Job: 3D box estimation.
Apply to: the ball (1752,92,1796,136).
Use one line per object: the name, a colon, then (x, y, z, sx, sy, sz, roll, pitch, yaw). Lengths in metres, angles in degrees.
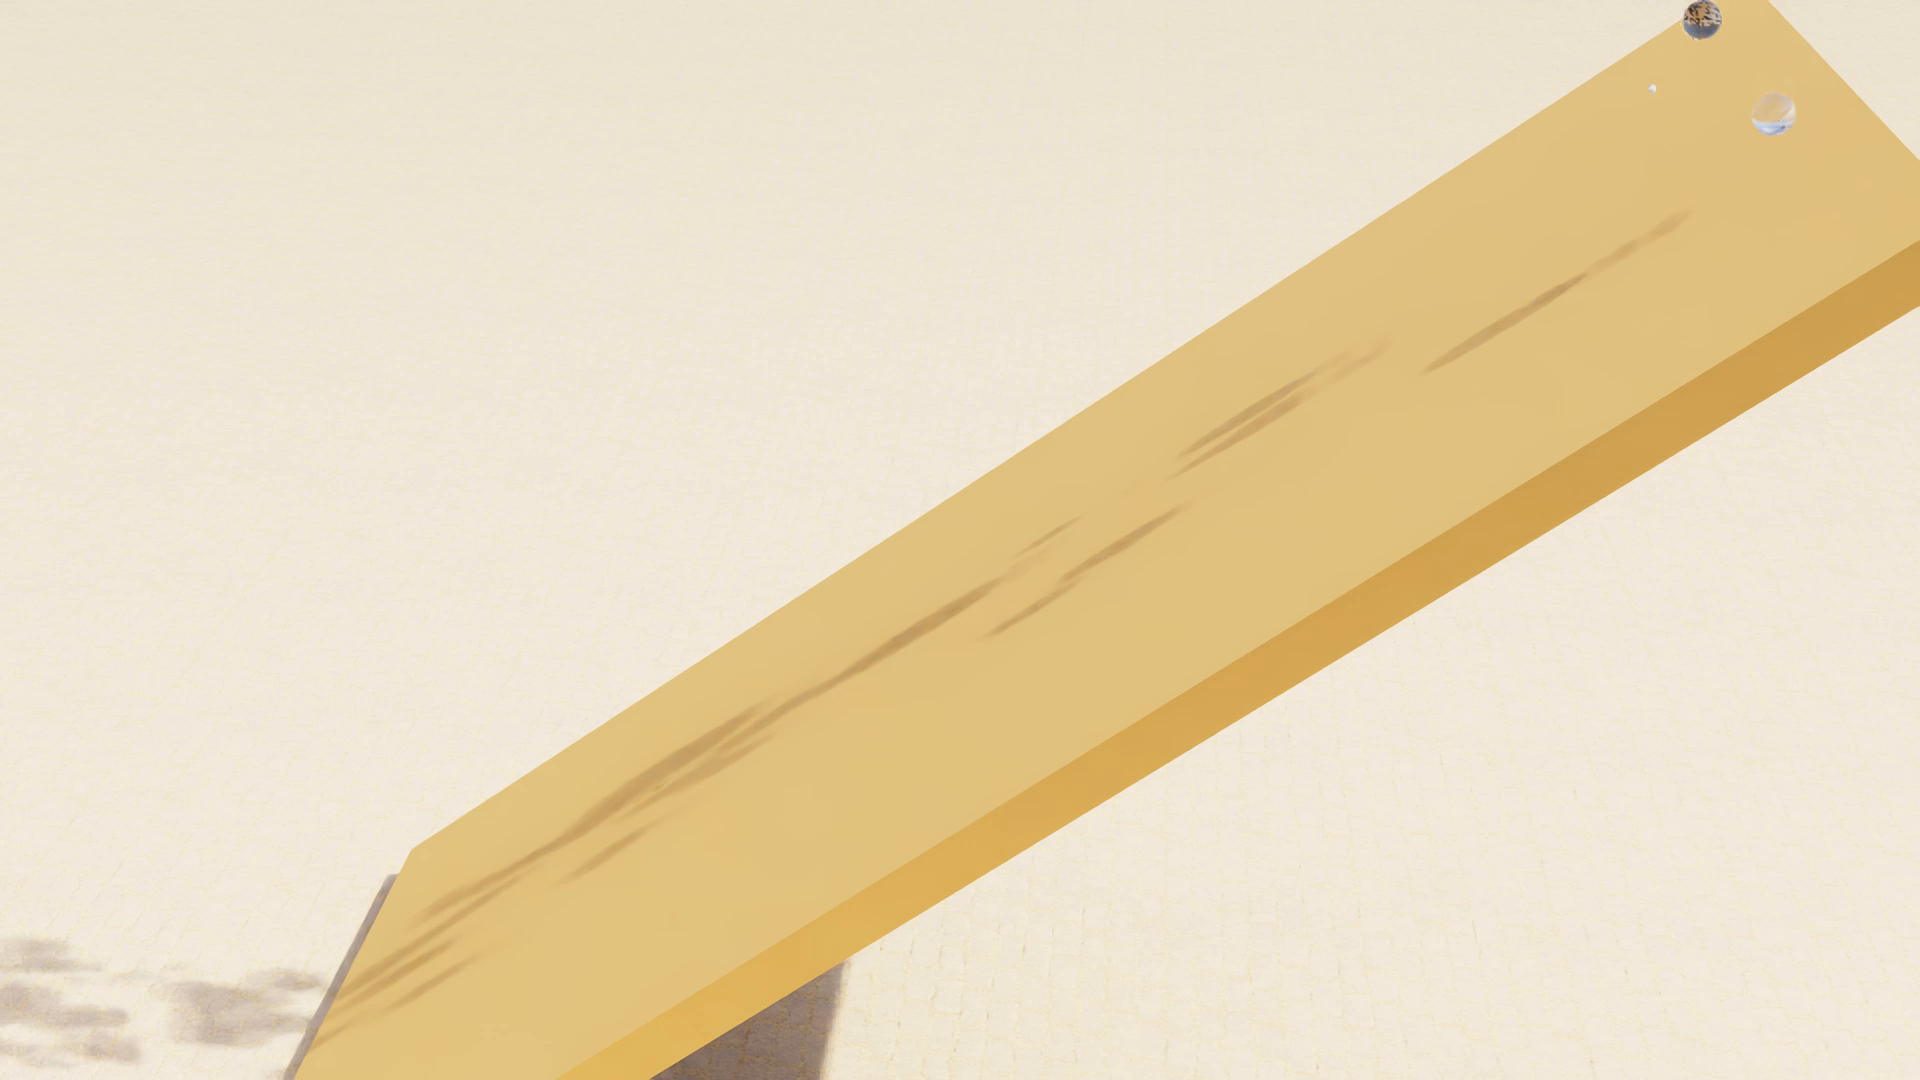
ball: (1.538, -0.804, 5.557, 0.081, 0.081, 0.081, 0, 22, 0)

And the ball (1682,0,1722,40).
ball: (1.483, -1.040, 5.879, 0.077, 0.077, 0.077, 0, 22, 0)

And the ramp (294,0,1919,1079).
ramp: (0.134, 0.175, 6.311, 4.000, 0.100, 2.000, -33, 16, 15)
